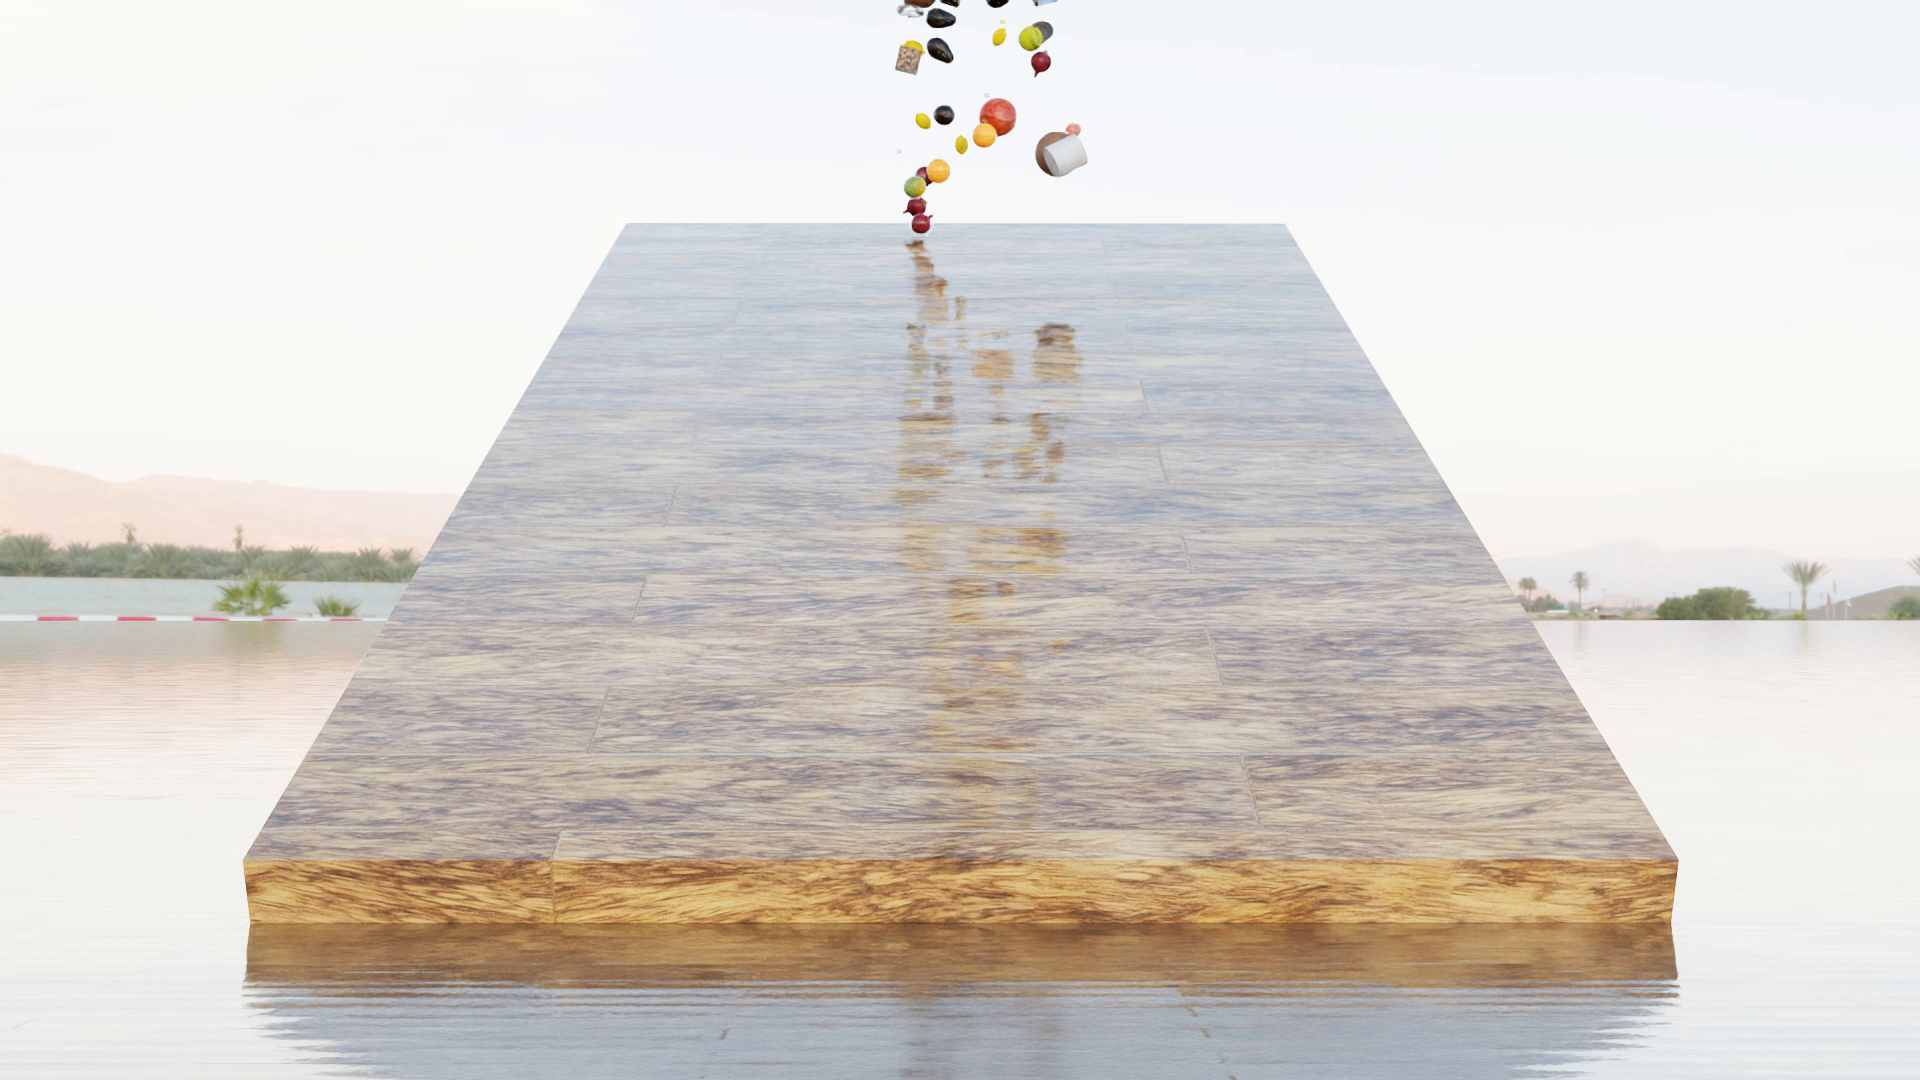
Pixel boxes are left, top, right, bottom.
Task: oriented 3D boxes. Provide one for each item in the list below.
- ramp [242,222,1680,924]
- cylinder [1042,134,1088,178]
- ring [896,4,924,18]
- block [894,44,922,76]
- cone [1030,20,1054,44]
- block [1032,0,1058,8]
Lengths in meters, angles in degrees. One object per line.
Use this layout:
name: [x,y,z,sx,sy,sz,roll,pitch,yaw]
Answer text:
ramp: [-0.005,-0.212,5.057,2.000,0.100,4.000,0,21,0]
cylinder: [0.296,-1.079,6.394,0.093,0.093,0.093,-27,3,-10]
ring: [-0.144,-1.529,6.576,0.083,0.028,0.083,9,4,-1]
block: [-0.147,-1.361,6.460,0.065,0.065,0.065,13,4,-4]
cone: [0.241,-1.475,6.684,0.069,0.069,0.069,0,-21,4]
block: [0.248,-1.634,6.718,0.077,0.077,0.077,-19,-15,-12]
